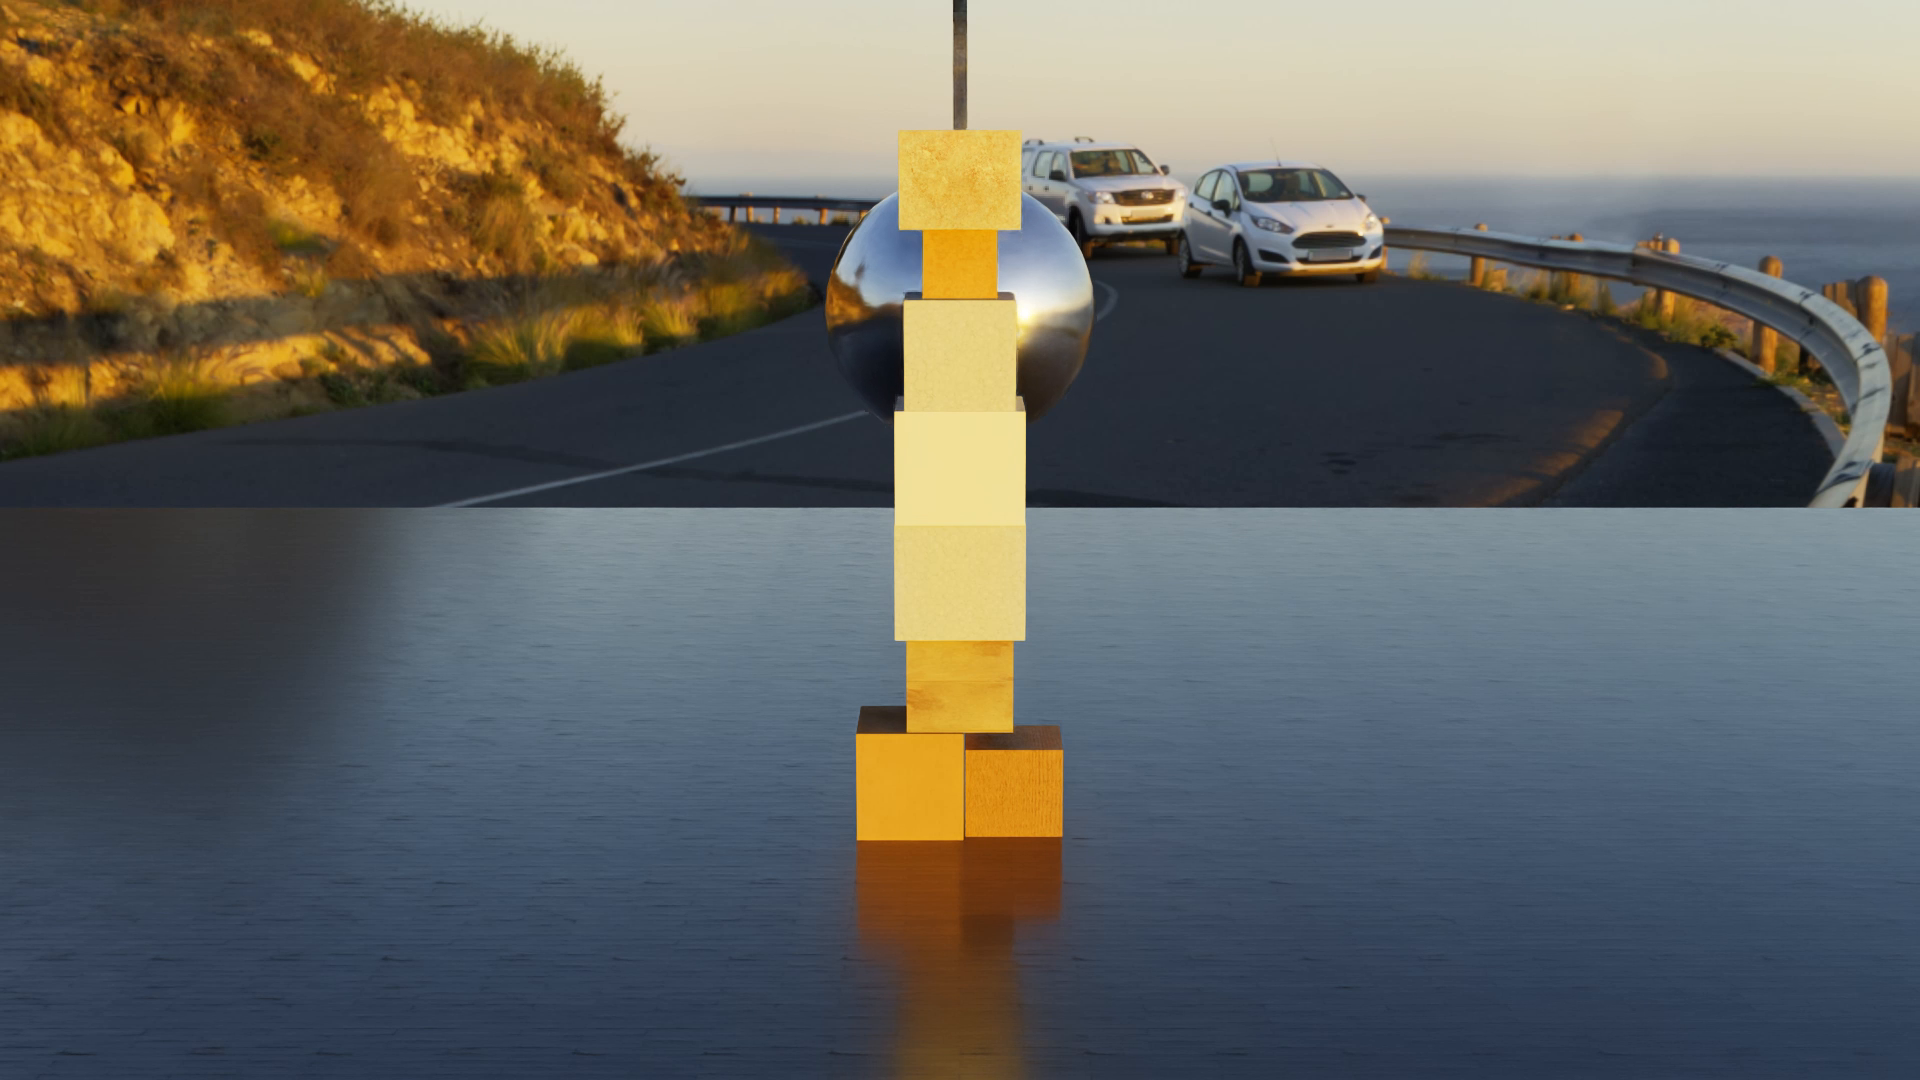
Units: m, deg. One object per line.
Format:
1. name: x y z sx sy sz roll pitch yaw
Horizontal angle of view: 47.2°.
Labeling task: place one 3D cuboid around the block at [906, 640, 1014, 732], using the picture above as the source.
1. block: 0.000 0.682 11.325 0.537 0.491 0.536 0 10 0

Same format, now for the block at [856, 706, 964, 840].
1. block: -0.253 1.201 11.400 0.540 0.557 0.558 0 10 0

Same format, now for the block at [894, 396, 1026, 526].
1. block: 0.000 -0.407 11.104 0.641 0.565 0.653 0 10 0

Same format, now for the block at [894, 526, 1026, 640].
1. block: 0.000 0.158 11.204 0.650 0.584 0.622 0 10 0

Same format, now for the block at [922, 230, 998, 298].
1. block: 0.000 -1.387 10.947 0.367 0.341 0.329 0 10 0

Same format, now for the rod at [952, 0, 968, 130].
1. rod: 0.000 -4.282 11.315 0.080 5.200 0.080 0 31 0

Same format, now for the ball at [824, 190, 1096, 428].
1. ball: 0.000 -1.353 13.043 1.600 1.600 1.600 0 10 0

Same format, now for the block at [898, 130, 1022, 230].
1. block: 0.000 -1.781 10.847 0.593 0.471 0.546 0 10 0

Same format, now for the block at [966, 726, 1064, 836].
1. block: 0.275 1.247 11.427 0.496 0.457 0.479 0 10 0

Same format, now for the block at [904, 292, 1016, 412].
1. block: 0.000 -0.950 11.003 0.545 0.539 0.614 0 10 0
